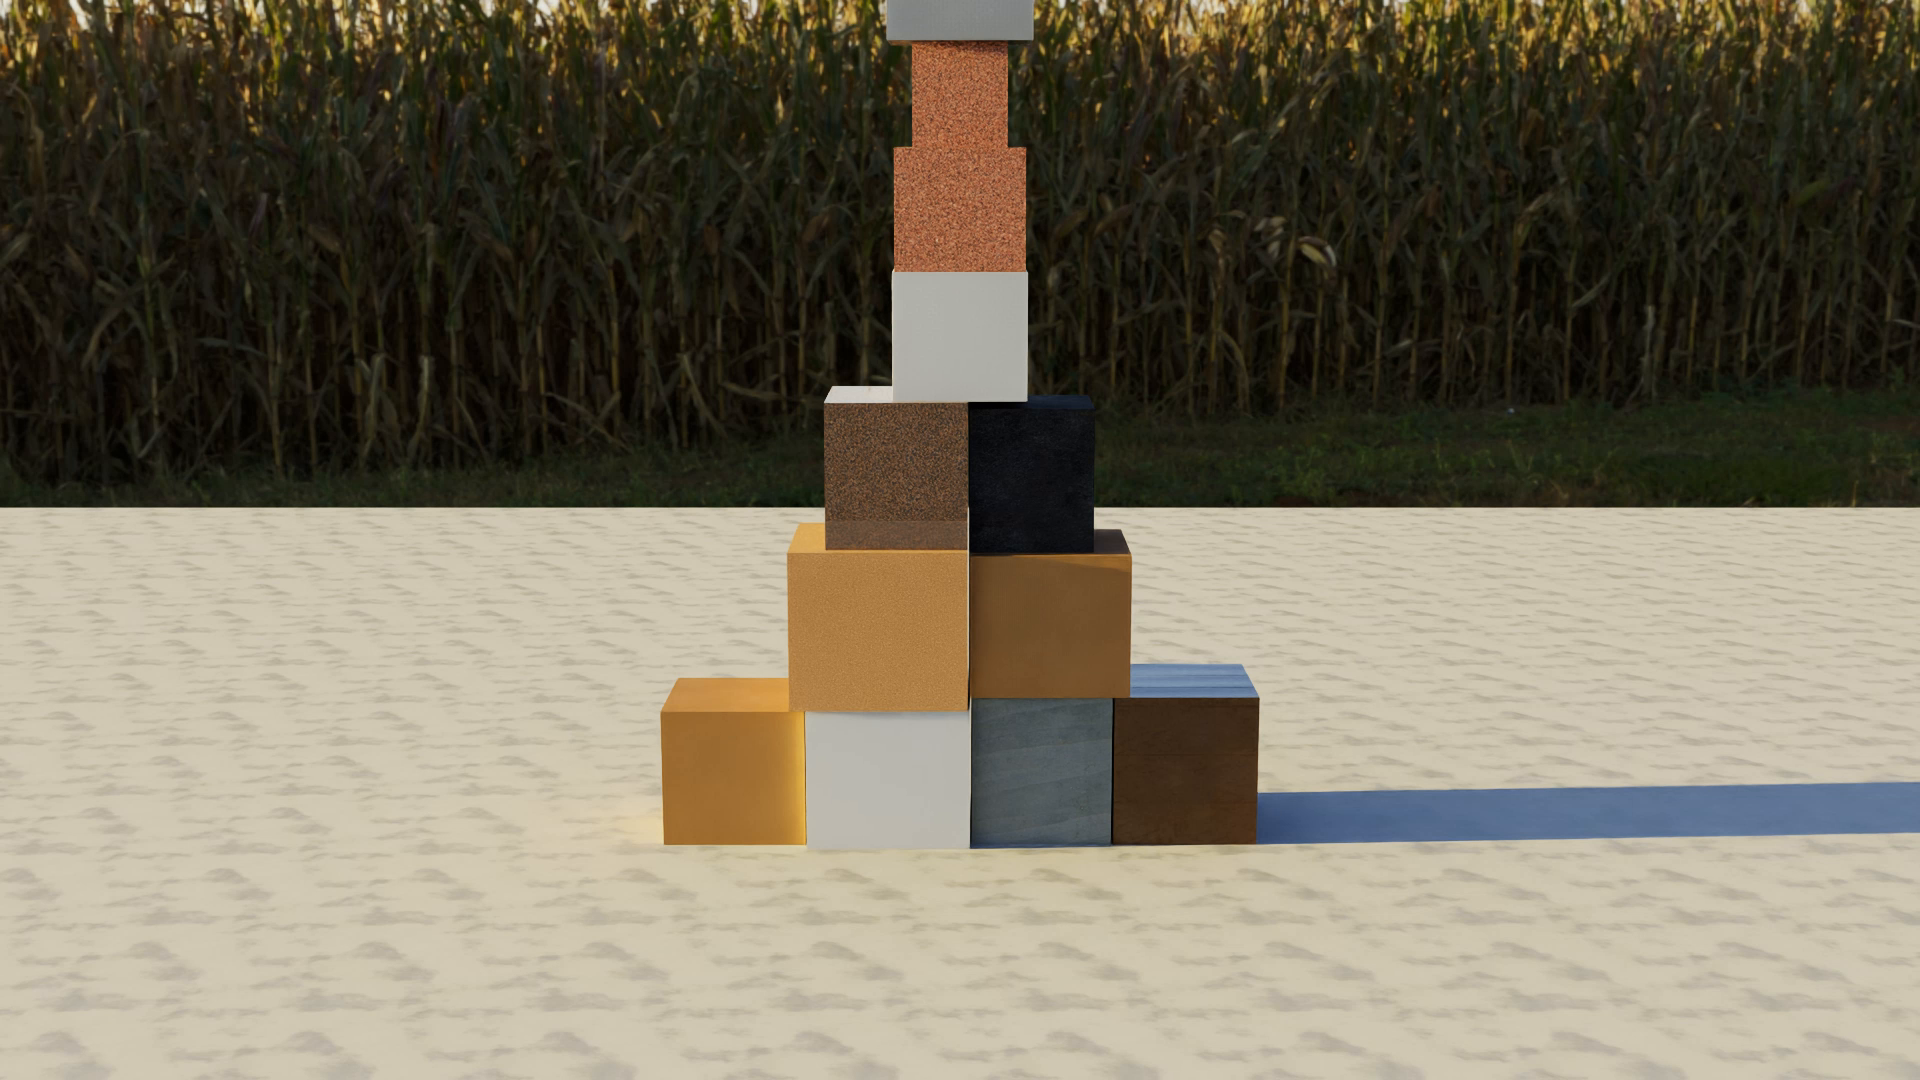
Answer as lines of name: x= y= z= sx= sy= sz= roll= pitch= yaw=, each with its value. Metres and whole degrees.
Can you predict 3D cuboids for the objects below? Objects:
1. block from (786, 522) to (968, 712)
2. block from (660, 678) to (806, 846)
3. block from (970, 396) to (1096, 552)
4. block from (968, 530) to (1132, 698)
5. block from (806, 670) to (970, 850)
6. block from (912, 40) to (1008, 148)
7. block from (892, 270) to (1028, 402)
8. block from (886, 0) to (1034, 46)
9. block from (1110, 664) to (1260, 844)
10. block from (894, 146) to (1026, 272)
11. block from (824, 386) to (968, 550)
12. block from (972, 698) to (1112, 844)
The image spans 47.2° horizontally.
block: x=-0.404 y=0.378 z=11.231 sx=0.882 sy=0.796 sz=0.865 roll=0 pitch=10 yaw=0
block: x=-1.137 y=1.135 z=11.382 sx=0.717 sy=0.694 sz=0.706 roll=0 pitch=10 yaw=0
block: x=0.355 y=-0.343 z=11.122 sx=0.614 sy=0.715 sz=0.601 roll=0 pitch=10 yaw=0
block: x=0.446 y=0.364 z=11.236 sx=0.798 sy=0.716 sz=0.770 roll=0 pitch=10 yaw=0
block: x=-0.359 y=1.122 z=11.382 sx=0.817 sy=0.721 sz=0.842 roll=0 pitch=10 yaw=0
block: x=0.000 y=-2.181 z=10.780 sx=0.459 sy=0.502 sz=0.448 roll=0 pitch=10 yaw=0
block: x=0.000 y=-1.041 z=10.988 sx=0.657 sy=0.627 sz=0.642 roll=0 pitch=10 yaw=0
block: x=0.000 y=-2.723 z=10.696 sx=0.697 sy=0.596 sz=0.650 roll=0 pitch=10 yaw=0
block: x=1.133 y=1.098 z=11.389 sx=0.724 sy=0.766 sz=0.720 roll=0 pitch=10 yaw=0
block: x=0.000 y=-1.640 z=10.866 sx=0.634 sy=0.593 sz=0.610 roll=0 pitch=10 yaw=0
block: x=-0.312 y=-0.373 z=11.102 sx=0.699 sy=0.728 sz=0.737 roll=0 pitch=10 yaw=0
block: x=0.411 y=1.092 z=11.397 sx=0.702 sy=0.774 sz=0.725 roll=0 pitch=10 yaw=0
